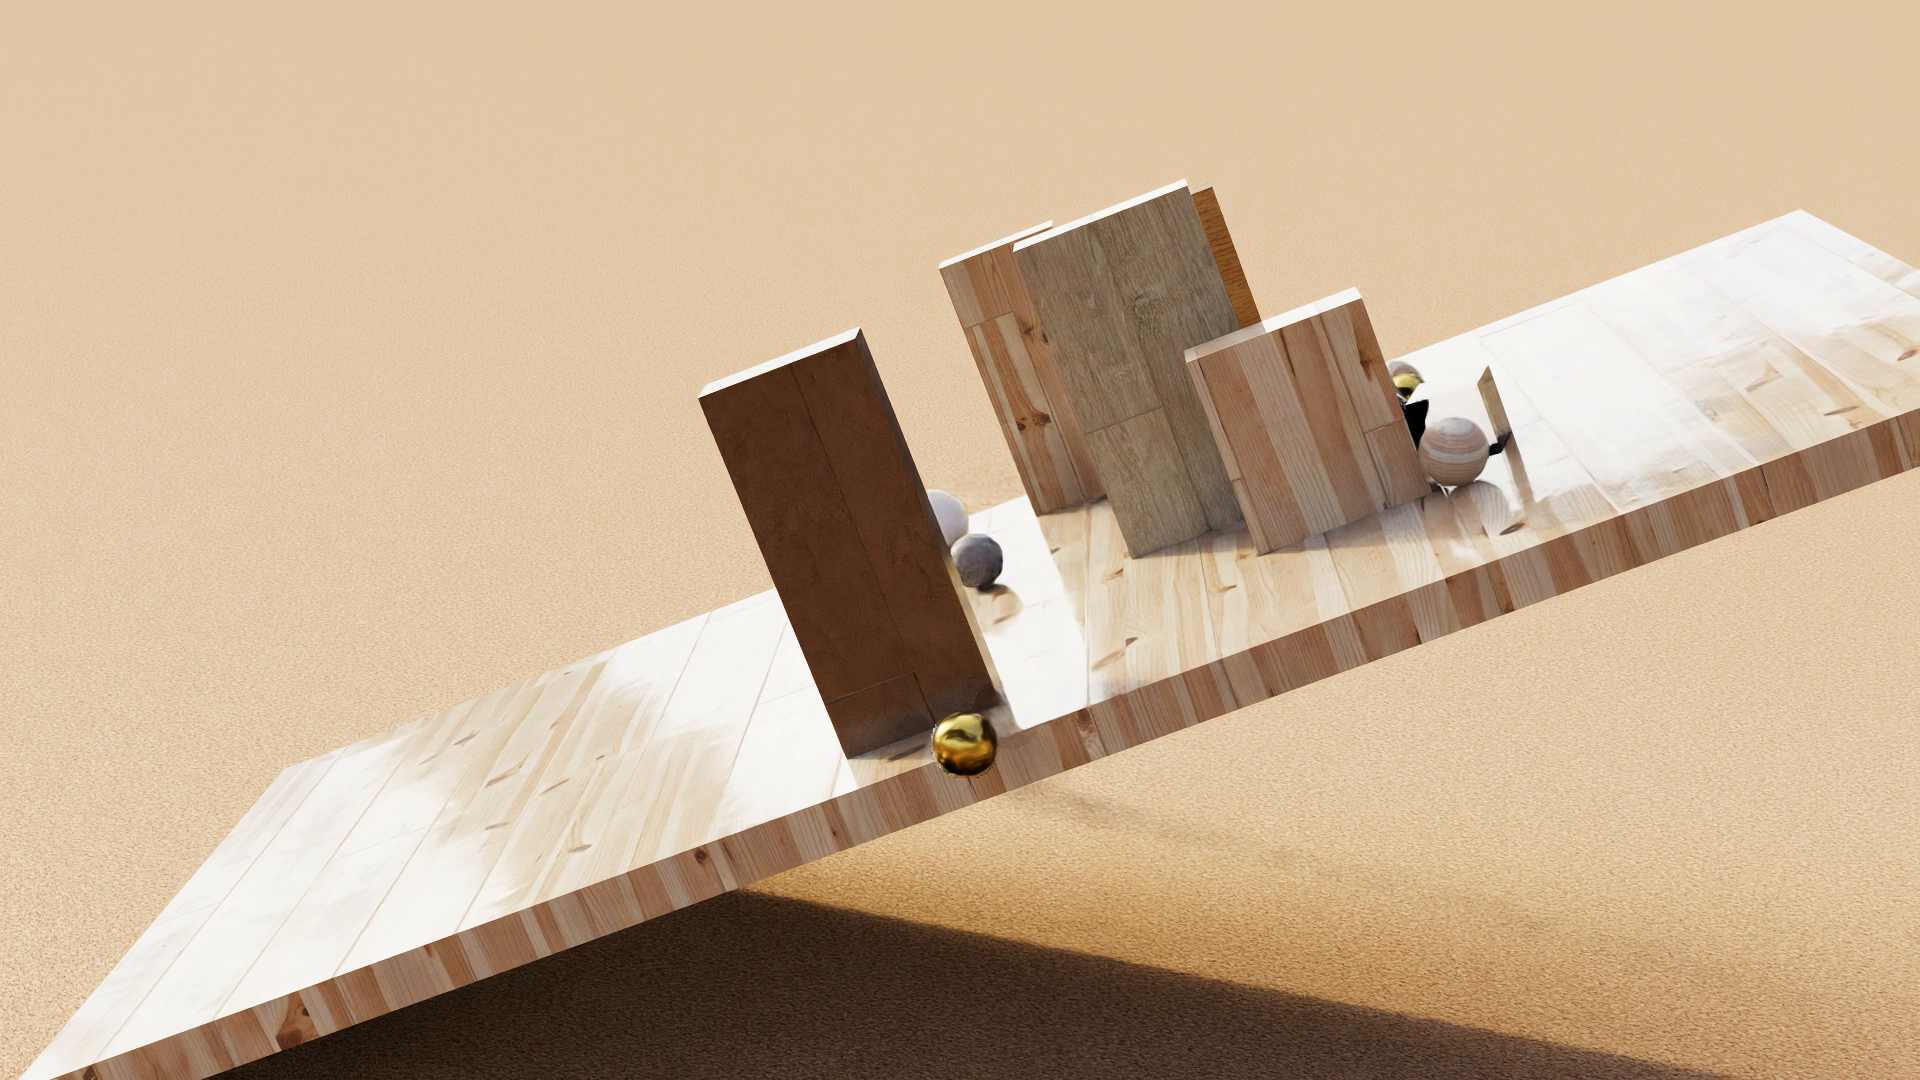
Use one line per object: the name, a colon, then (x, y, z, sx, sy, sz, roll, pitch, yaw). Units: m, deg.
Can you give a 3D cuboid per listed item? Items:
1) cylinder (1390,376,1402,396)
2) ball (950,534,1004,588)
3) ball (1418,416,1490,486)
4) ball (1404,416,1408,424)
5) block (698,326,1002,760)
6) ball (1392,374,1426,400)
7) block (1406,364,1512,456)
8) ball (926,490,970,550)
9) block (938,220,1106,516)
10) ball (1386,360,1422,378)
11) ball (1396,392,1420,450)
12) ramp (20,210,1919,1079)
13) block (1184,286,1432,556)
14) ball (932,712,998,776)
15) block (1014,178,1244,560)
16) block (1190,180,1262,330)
cylinder: (0.856, -0.270, 6.336, 0.162, 0.162, 0.162, -24, 18, -9)
ball: (0.036, 0.046, 6.474, 0.122, 0.122, 0.122, 0, 13, 0)
ball: (0.968, -0.175, 5.765, 0.138, 0.138, 0.138, 0, 13, 0)
ball: (0.877, -0.231, 6.193, 0.134, 0.134, 0.134, 0, 13, 0)
block: (-0.200, 0.008, 5.532, 0.312, 0.743, 0.135, -20, 12, 7)
ball: (0.976, -0.308, 6.416, 0.111, 0.111, 0.111, 0, 13, 0)
block: (1.015, -0.247, 5.975, 0.151, 0.151, 0.151, -16, 13, 24)
ball: (-0.065, -0.032, 6.877, 0.174, 0.174, 0.174, 0, 13, 0)
block: (0.198, -0.403, 6.939, 0.281, 0.634, 0.107, -20, 12, 7)
ball: (0.970, -0.337, 6.529, 0.123, 0.123, 0.123, 0, 13, 0)
ball: (0.850, -0.215, 6.021, 0.193, 0.193, 0.193, 0, 13, 0)
ramp: (0.120, 0.175, 6.293, 4.000, 0.100, 2.000, -20, 12, 7)
block: (0.690, -0.237, 5.851, 0.363, 0.416, 0.141, -20, 12, 7)
ball: (0.010, 0.363, 5.243, 0.116, 0.116, 0.116, 0, 13, 0)
block: (0.417, -0.356, 6.175, 0.381, 0.700, 0.121, -20, 12, 7)
block: (0.548, -0.441, 6.465, 0.243, 0.642, 0.126, -20, 12, 7)
